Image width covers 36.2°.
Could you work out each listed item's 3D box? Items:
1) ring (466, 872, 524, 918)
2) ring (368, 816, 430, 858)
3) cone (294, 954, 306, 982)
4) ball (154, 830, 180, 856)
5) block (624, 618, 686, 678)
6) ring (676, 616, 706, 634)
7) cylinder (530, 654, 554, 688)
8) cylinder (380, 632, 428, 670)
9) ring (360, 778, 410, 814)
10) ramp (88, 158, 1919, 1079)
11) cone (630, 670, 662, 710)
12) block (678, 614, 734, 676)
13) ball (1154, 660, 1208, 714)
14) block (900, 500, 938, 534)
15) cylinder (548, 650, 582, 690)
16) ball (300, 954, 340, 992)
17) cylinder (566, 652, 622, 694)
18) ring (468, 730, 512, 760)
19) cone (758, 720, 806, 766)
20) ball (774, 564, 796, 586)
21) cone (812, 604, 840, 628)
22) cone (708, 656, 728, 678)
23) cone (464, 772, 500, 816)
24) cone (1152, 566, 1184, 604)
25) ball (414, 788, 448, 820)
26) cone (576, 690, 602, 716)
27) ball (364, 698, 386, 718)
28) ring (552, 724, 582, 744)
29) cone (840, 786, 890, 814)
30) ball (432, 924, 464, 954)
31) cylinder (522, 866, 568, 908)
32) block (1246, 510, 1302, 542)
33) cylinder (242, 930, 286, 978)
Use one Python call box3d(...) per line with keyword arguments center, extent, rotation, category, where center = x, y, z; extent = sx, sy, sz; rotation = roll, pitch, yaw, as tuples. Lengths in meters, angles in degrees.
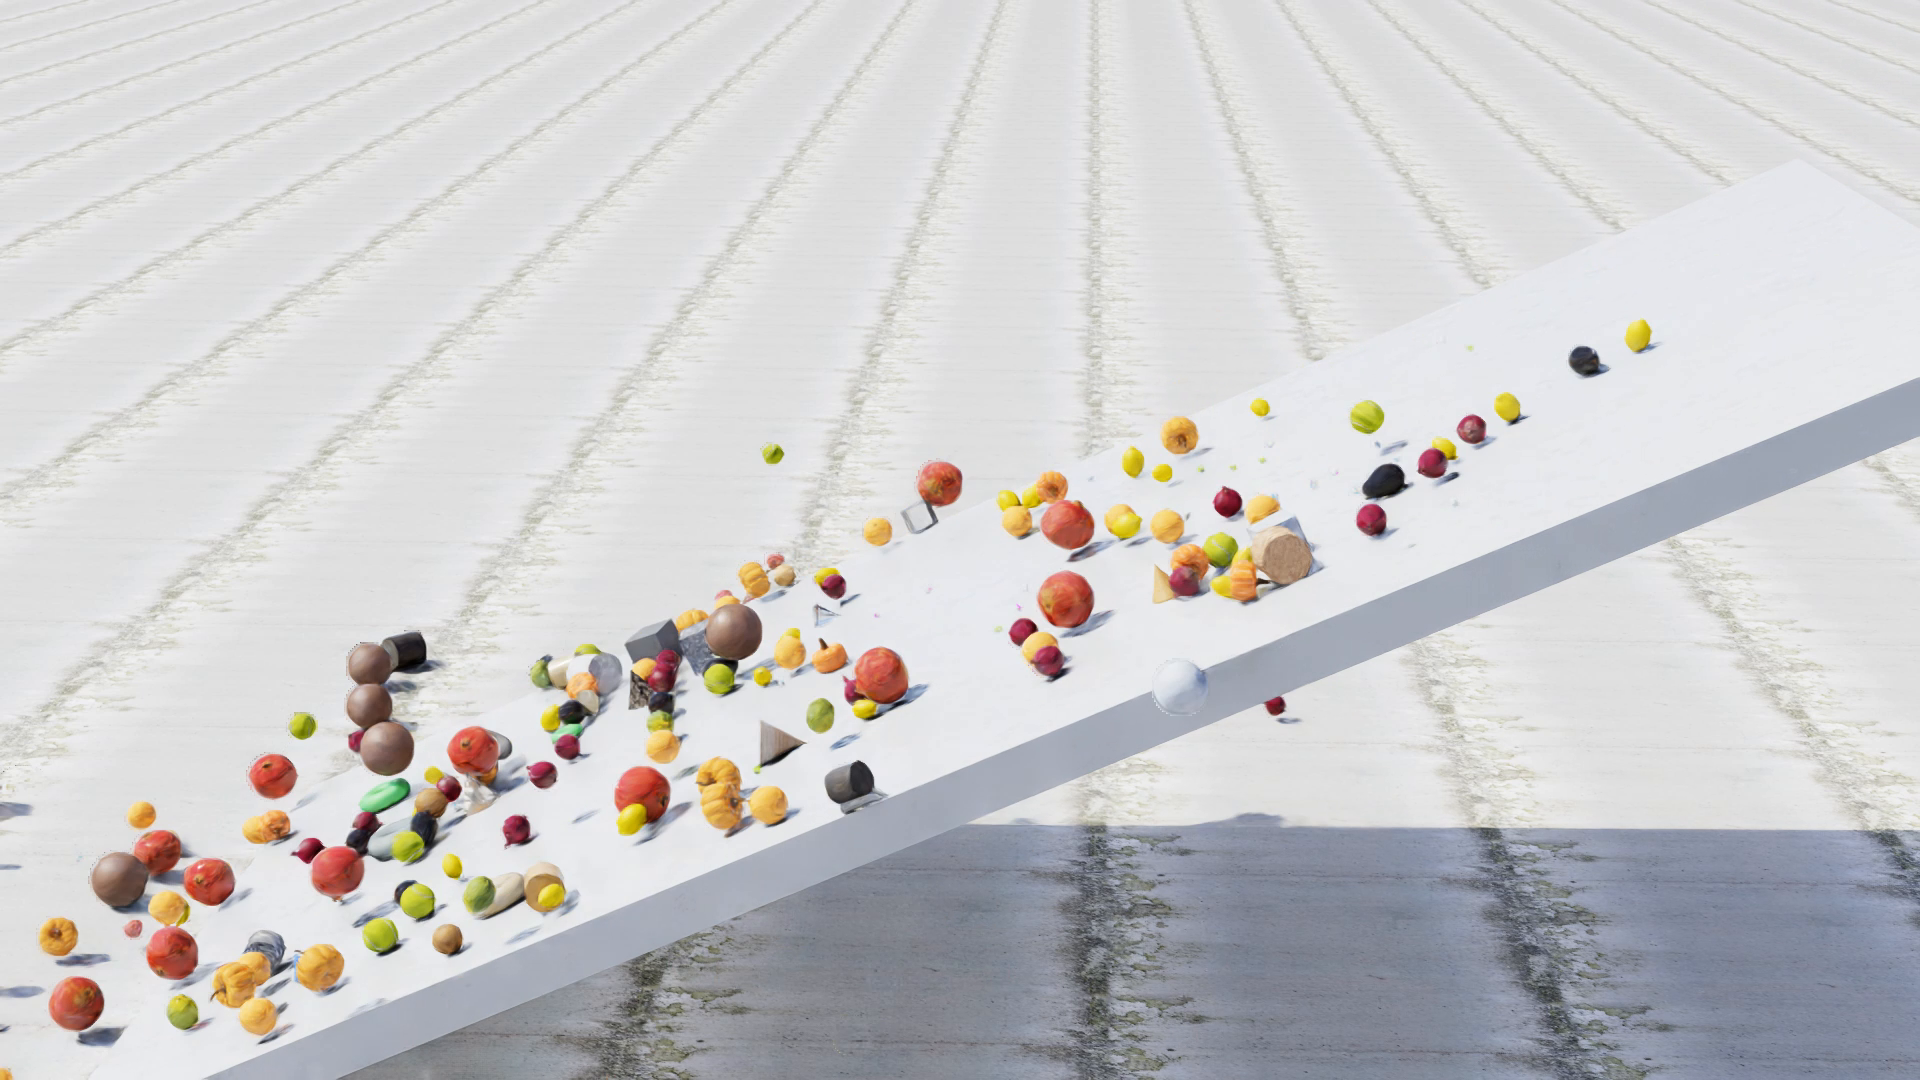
box3d(center=(-0.909, 0.697, 5.770), extent=(0.130, 0.043, 0.130), rotation=(-25, 13, 6), category="ring")
box3d(center=(-1.244, 0.660, 6.527), extent=(0.149, 0.050, 0.149), rotation=(-22, 11, 4), category="ring")
box3d(center=(-1.304, 0.857, 5.896), extent=(0.057, 0.057, 0.057), rotation=(-1, 15, -19), category="cone")
box3d(center=(-1.972, 0.753, 7.317), extent=(0.064, 0.064, 0.064), rotation=(0, 15, 0), category="ball")
box3d(center=(-0.733, 0.261, 7.086), extent=(0.094, 0.094, 0.094), rotation=(-19, 14, 26), category="block")
box3d(center=(-0.672, 0.223, 7.254), extent=(0.112, 0.037, 0.112), rotation=(-23, 11, 5), category="ring")
box3d(center=(-1.048, 0.349, 7.540), extent=(0.078, 0.078, 0.078), rotation=(39, 31, 20), category="cylinder")
box3d(center=(-1.666, 0.331, 8.809), extent=(0.099, 0.099, 0.099), rotation=(-13, 20, -41), category="cylinder")
box3d(center=(-1.365, 0.607, 6.982), extent=(0.128, 0.043, 0.128), rotation=(-23, 11, 5), category="ring")
box3d(center=(0.132, 0.170, 6.284), extent=(4.000, 0.100, 2.000), rotation=(-23, 13, 8), category="ramp")
box3d(center=(-0.747, 0.337, 6.823), extent=(0.086, 0.086, 0.086), rotation=(-23, 13, 6), category="cone")
box3d(center=(-0.594, 0.246, 6.887), extent=(0.094, 0.094, 0.094), rotation=(-24, 13, 5), category="block")
box3d(center=(0.389, 0.259, 5.174), extent=(0.096, 0.096, 0.096), rotation=(0, 15, 0), category="ball")
box3d(center=(-0.100, -0.057, 7.263), extent=(0.061, 0.061, 0.061), rotation=(-29, 12, -21), category="block")
box3d(center=(-0.974, 0.325, 7.312), extent=(0.076, 0.076, 0.076), rotation=(-22, 12, 11), category="cylinder")
box3d(center=(-1.247, 0.844, 5.731), extent=(0.076, 0.076, 0.076), rotation=(0, 15, 0), category="ball")
box3d(center=(-0.881, 0.323, 7.098), extent=(0.098, 0.098, 0.098), rotation=(-12, 2, -39), category="cylinder")
box3d(center=(-1.080, 0.472, 6.760), extent=(0.104, 0.035, 0.104), rotation=(19, 20, -7), category="ring")
box3d(center=(-0.356, 0.407, 5.913), extent=(0.095, 0.095, 0.095), rotation=(1, 15, -8), category="cone")
box3d(center=(-0.437, 0.088, 7.320), extent=(0.055, 0.055, 0.055), rotation=(0, 15, 0), category="ball")
box3d(center=(-0.306, 0.174, 6.793), extent=(0.058, 0.058, 0.058), rotation=(-1, 15, -12), category="cone")
box3d(center=(-0.543, 0.302, 6.725), extent=(0.054, 0.054, 0.054), rotation=(-8, 33, -27), category="cone")
box3d(center=(-1.087, 0.554, 6.565), extent=(0.091, 0.091, 0.091), rotation=(-23, 13, 6), category="cone")
box3d(center=(0.397, 0.079, 5.776), extent=(0.069, 0.069, 0.069), rotation=(-23, 13, 6), category="cone")
box3d(center=(-1.175, 0.586, 6.534), extent=(0.071, 0.071, 0.071), rotation=(0, 15, 0), category="ball")
box3d(center=(-0.863, 0.381, 6.936), extent=(0.065, 0.065, 0.065), rotation=(7, 6, 24), category="cone")
box3d(center=(-1.661, 0.477, 8.348), extent=(0.060, 0.060, 0.060), rotation=(0, 15, 0), category="ball")
box3d(center=(-0.911, 0.449, 6.812), extent=(0.077, 0.026, 0.077), rotation=(-24, 12, 5), category="ring")
box3d(center=(-0.168, 0.461, 5.356), extent=(0.084, 0.084, 0.084), rotation=(6, 16, 10), category="cone")
box3d(center=(-0.975, 0.760, 5.601), extent=(0.059, 0.059, 0.059), rotation=(0, 15, 0), category="ball")
box3d(center=(-0.792, 0.661, 5.604), extent=(0.077, 0.077, 0.077), rotation=(-5, -2, -17), category="cylinder")
box3d(center=(0.614, 0.000, 5.666), extent=(0.080, 0.080, 0.080), rotation=(-27, 13, -9), category="block")
box3d(center=(-1.428, 0.849, 6.030), extent=(0.078, 0.078, 0.078), rotation=(-1, 11, -5), category="cylinder")
